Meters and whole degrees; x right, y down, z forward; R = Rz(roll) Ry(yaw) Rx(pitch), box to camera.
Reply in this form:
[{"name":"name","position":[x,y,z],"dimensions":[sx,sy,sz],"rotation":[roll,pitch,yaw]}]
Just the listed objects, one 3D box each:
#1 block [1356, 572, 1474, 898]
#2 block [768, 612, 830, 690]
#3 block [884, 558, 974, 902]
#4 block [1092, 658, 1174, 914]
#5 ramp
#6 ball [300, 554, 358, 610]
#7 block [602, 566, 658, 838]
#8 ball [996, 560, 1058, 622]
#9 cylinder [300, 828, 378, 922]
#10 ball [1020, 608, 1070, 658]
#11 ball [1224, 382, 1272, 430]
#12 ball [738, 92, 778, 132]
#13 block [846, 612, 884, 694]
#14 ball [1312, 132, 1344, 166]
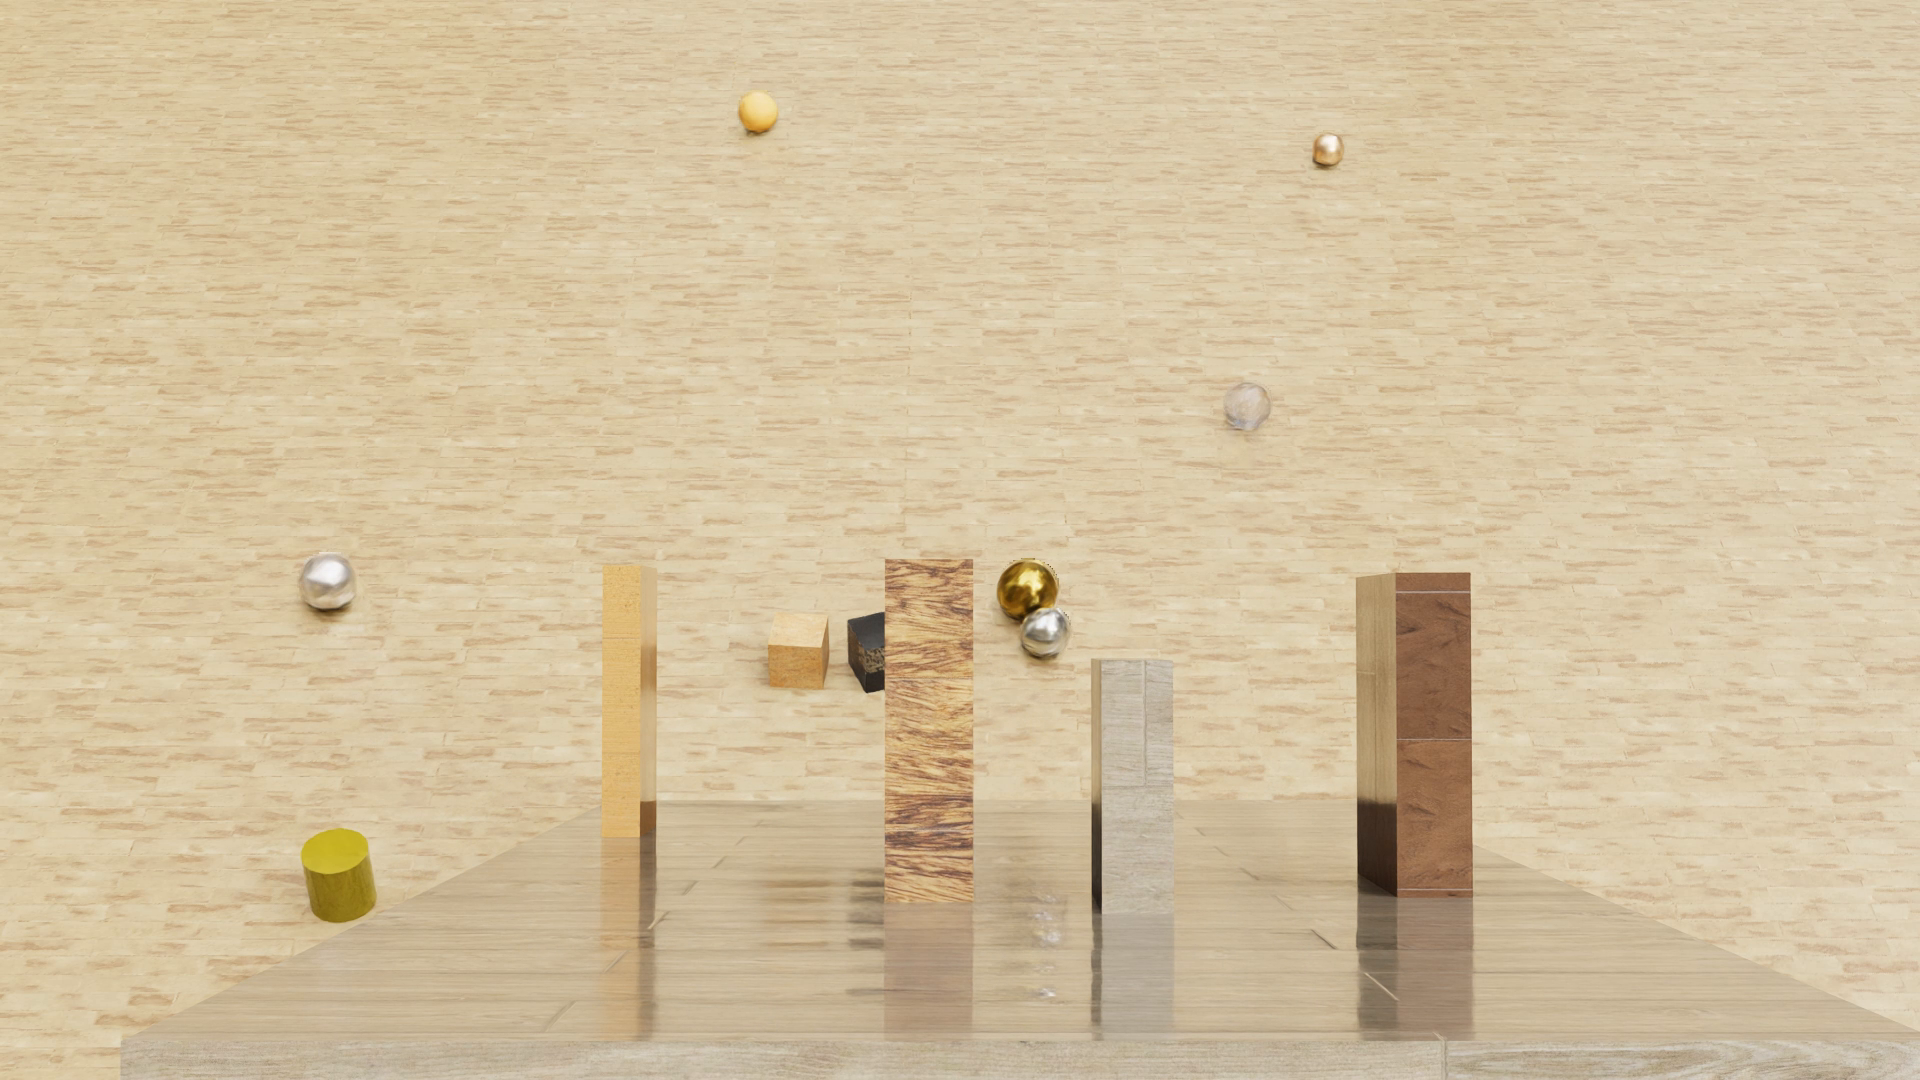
[{"name":"block","position":[0.799,0.336,4.596],"dimensions":[0.127,0.547,0.440],"rotation":[0,-2,0]},{"name":"block","position":[-0.457,0.315,7.380],"dimensions":[0.151,0.151,0.151],"rotation":[3,35,4]},{"name":"block","position":[-0.051,0.320,4.460],"dimensions":[0.147,0.568,0.300],"rotation":[0,-2,0]},{"name":"block","position":[0.283,0.398,4.297],"dimensions":[0.114,0.401,0.329],"rotation":[0,-2,0]},{"name":"ramp","position":[0.078,0.668,4.850],"dimensions":[2.000,0.100,4.000],"rotation":[0,-2,0]},{"name":"ball","position":[-1.855,0.124,7.635],"dimensions":[0.167,0.167,0.167],"rotation":[0,35,0]},{"name":"block","position":[-0.736,0.355,5.800],"dimensions":[0.083,0.590,0.308],"rotation":[0,-2,0]},{"name":"ball","position":[0.196,0.150,7.588],"dimensions":[0.179,0.179,0.179],"rotation":[0,35,0]},{"name":"cylinder","position":[-1.578,0.853,6.607],"dimensions":[0.169,0.169,0.169],"rotation":[0,35,0]},{"name":"ball","position":[0.244,0.266,7.455],"dimensions":[0.144,0.144,0.144],"rotation":[0,35,0]},{"name":"ball","position":[0.934,-0.434,8.433],"dimensions":[0.154,0.154,0.154],"rotation":[0,35,0]},{"name":"ball","position":[-0.790,-1.677,10.184],"dimensions":[0.154,0.154,0.154],"rotation":[0,35,0]},{"name":"block","position":[-0.222,0.315,7.379],"dimensions":[0.153,0.153,0.153],"rotation":[-13,37,-17]},{"name":"ball","position":[1.411,-1.498,9.957],"dimensions":[0.124,0.124,0.124],"rotation":[0,35,0]}]
